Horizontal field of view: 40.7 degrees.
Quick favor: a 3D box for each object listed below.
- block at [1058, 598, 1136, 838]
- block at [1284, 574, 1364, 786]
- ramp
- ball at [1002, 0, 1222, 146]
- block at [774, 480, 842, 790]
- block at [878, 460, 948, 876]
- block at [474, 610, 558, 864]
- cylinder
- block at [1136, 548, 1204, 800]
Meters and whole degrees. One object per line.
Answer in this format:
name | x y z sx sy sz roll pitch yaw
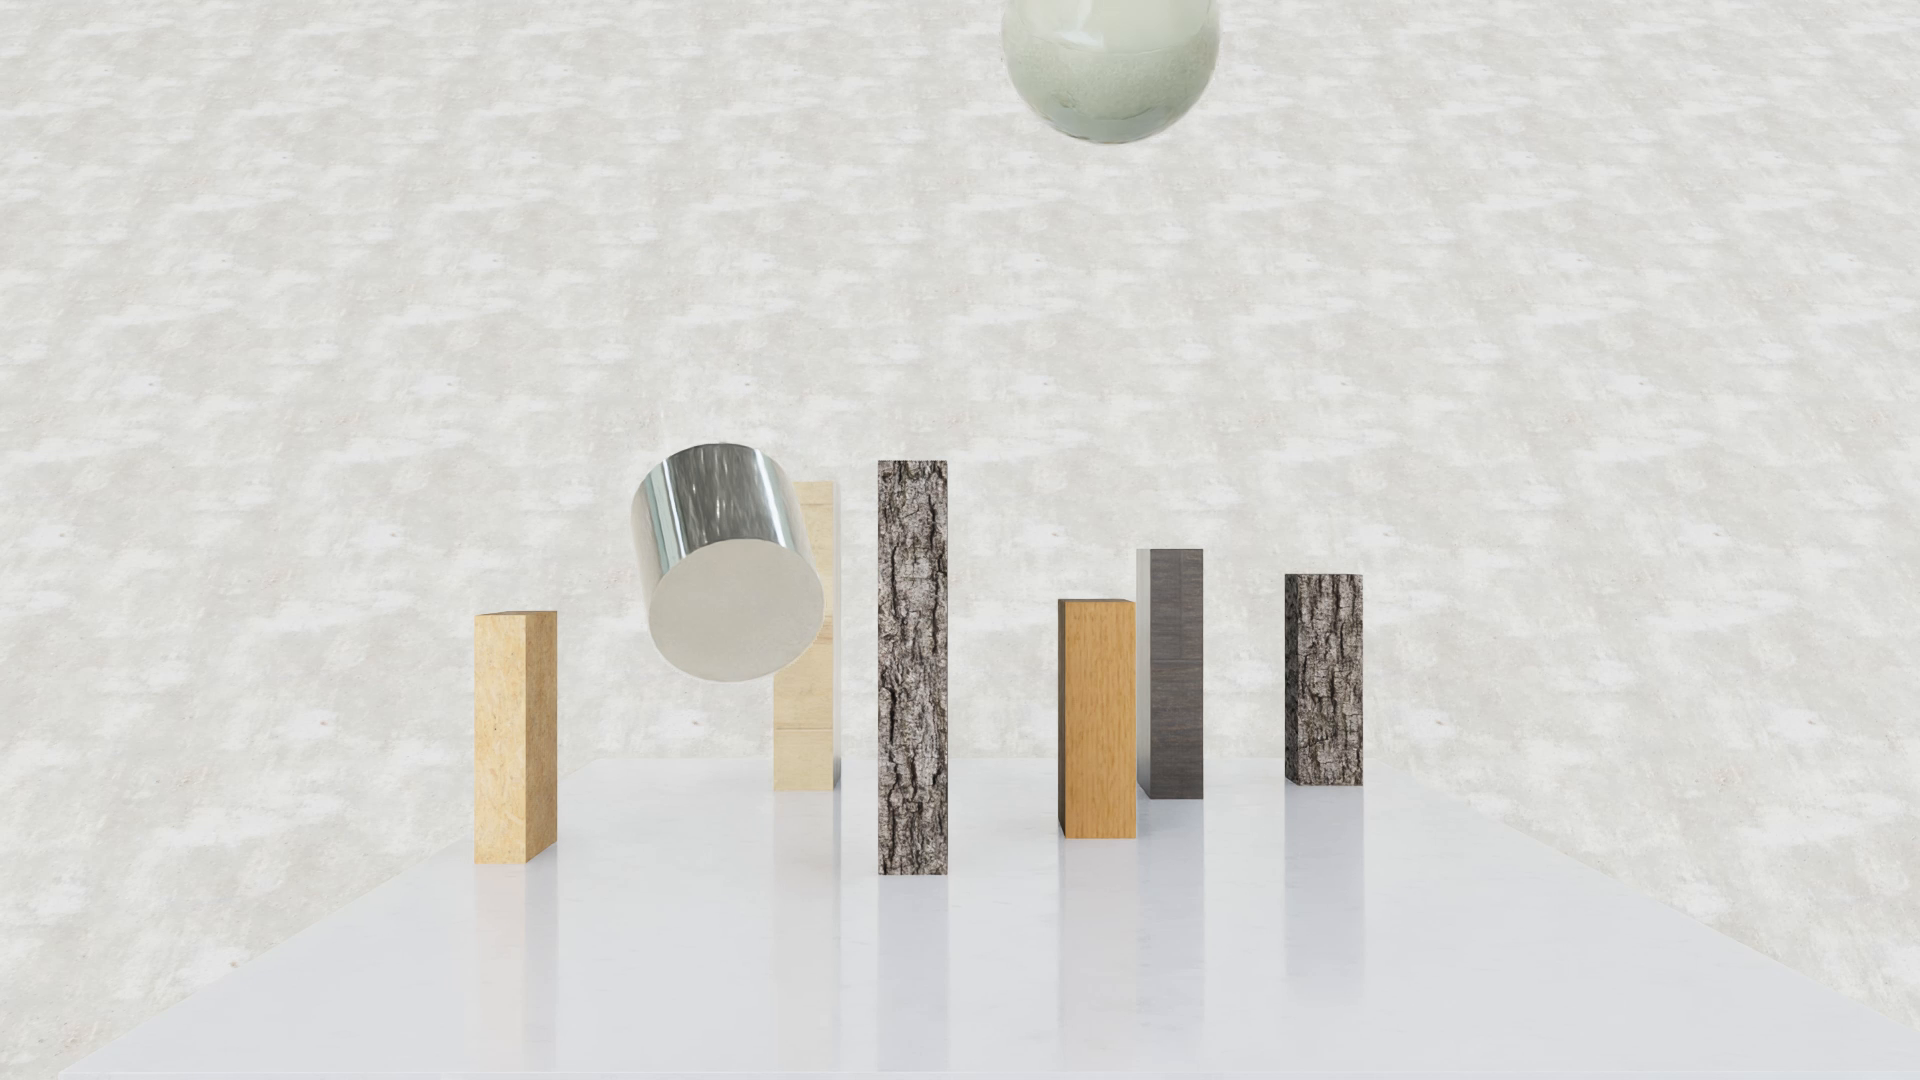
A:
block | 0.262 0.337 5.008 0.131 0.440 0.372 0 0 0
block | 0.843 0.319 6.009 0.148 0.481 0.243 0 0 0
ramp | 0.068 0.606 4.671 2.000 0.100 4.000 0 0 0
ball | 0.139 -0.465 2.378 0.203 0.203 0.203 0 31 0
block | -0.350 0.214 5.978 0.133 0.692 0.407 0 0 0
block | -0.079 0.212 4.433 0.115 0.686 0.298 0 0 0
block | -0.790 0.343 4.620 0.088 0.426 0.353 0 0 0
cylinder | -0.221 0.020 2.433 0.162 0.162 0.162 -6 36 -10
block | 0.467 0.289 5.796 0.115 0.540 0.439 0 0 0
